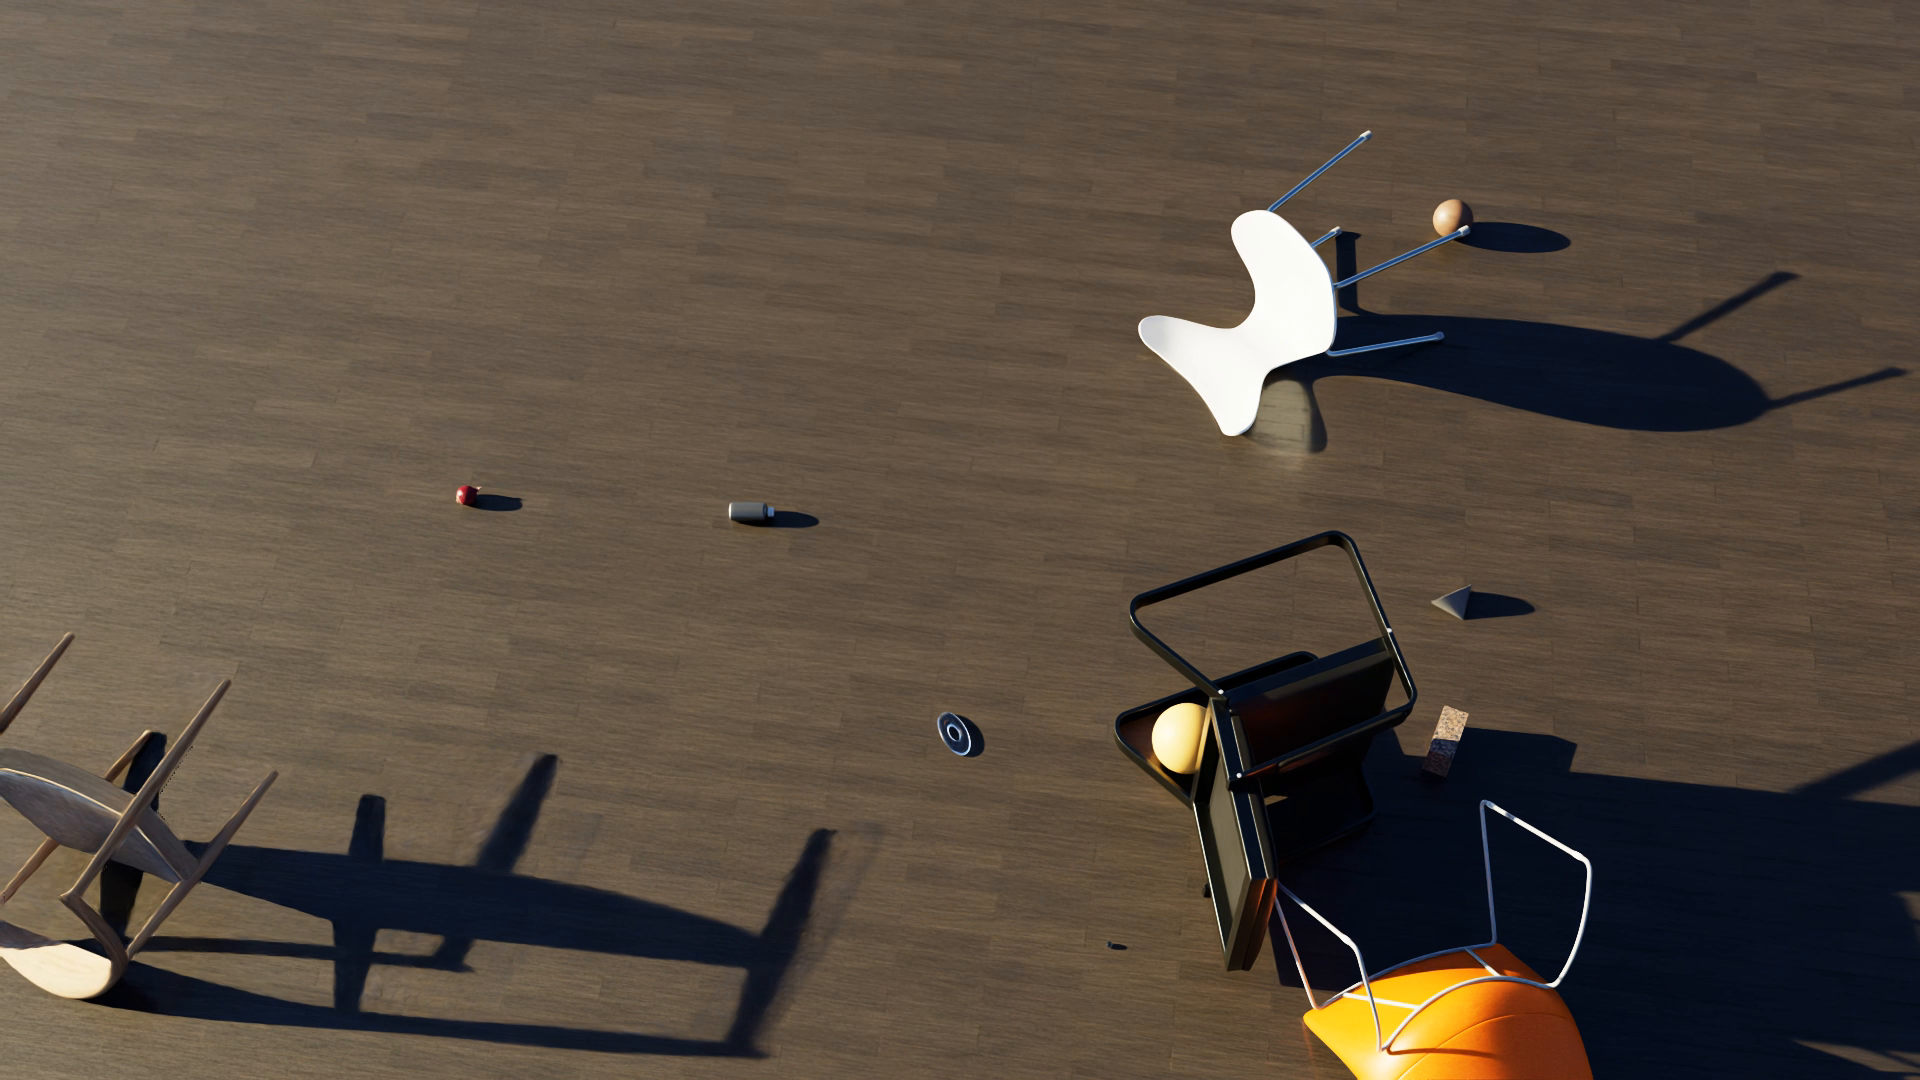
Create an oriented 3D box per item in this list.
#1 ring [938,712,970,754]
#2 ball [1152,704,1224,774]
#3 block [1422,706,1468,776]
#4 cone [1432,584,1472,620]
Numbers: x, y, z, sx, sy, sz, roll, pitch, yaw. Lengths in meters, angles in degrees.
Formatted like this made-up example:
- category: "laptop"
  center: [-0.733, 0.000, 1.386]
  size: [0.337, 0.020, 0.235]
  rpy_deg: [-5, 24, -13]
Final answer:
- category: "ring"
  center: [-0.017, 0.545, 6.197]
  size: [0.075, 0.018, 0.148]
  rpy_deg: [-22, 59, -13]
- category: "ball"
  center: [0.631, 0.550, 6.086]
  size: [0.197, 0.197, 0.197]
  rpy_deg: [0, 56, 0]
- category: "block"
  center: [1.353, 0.561, 6.132]
  size: [0.069, 0.109, 0.154]
  rpy_deg: [20, 58, 13]
- category: "cone"
  center: [1.451, 0.195, 6.420]
  size: [0.135, 0.085, 0.086]
  rpy_deg: [-22, 85, -10]
